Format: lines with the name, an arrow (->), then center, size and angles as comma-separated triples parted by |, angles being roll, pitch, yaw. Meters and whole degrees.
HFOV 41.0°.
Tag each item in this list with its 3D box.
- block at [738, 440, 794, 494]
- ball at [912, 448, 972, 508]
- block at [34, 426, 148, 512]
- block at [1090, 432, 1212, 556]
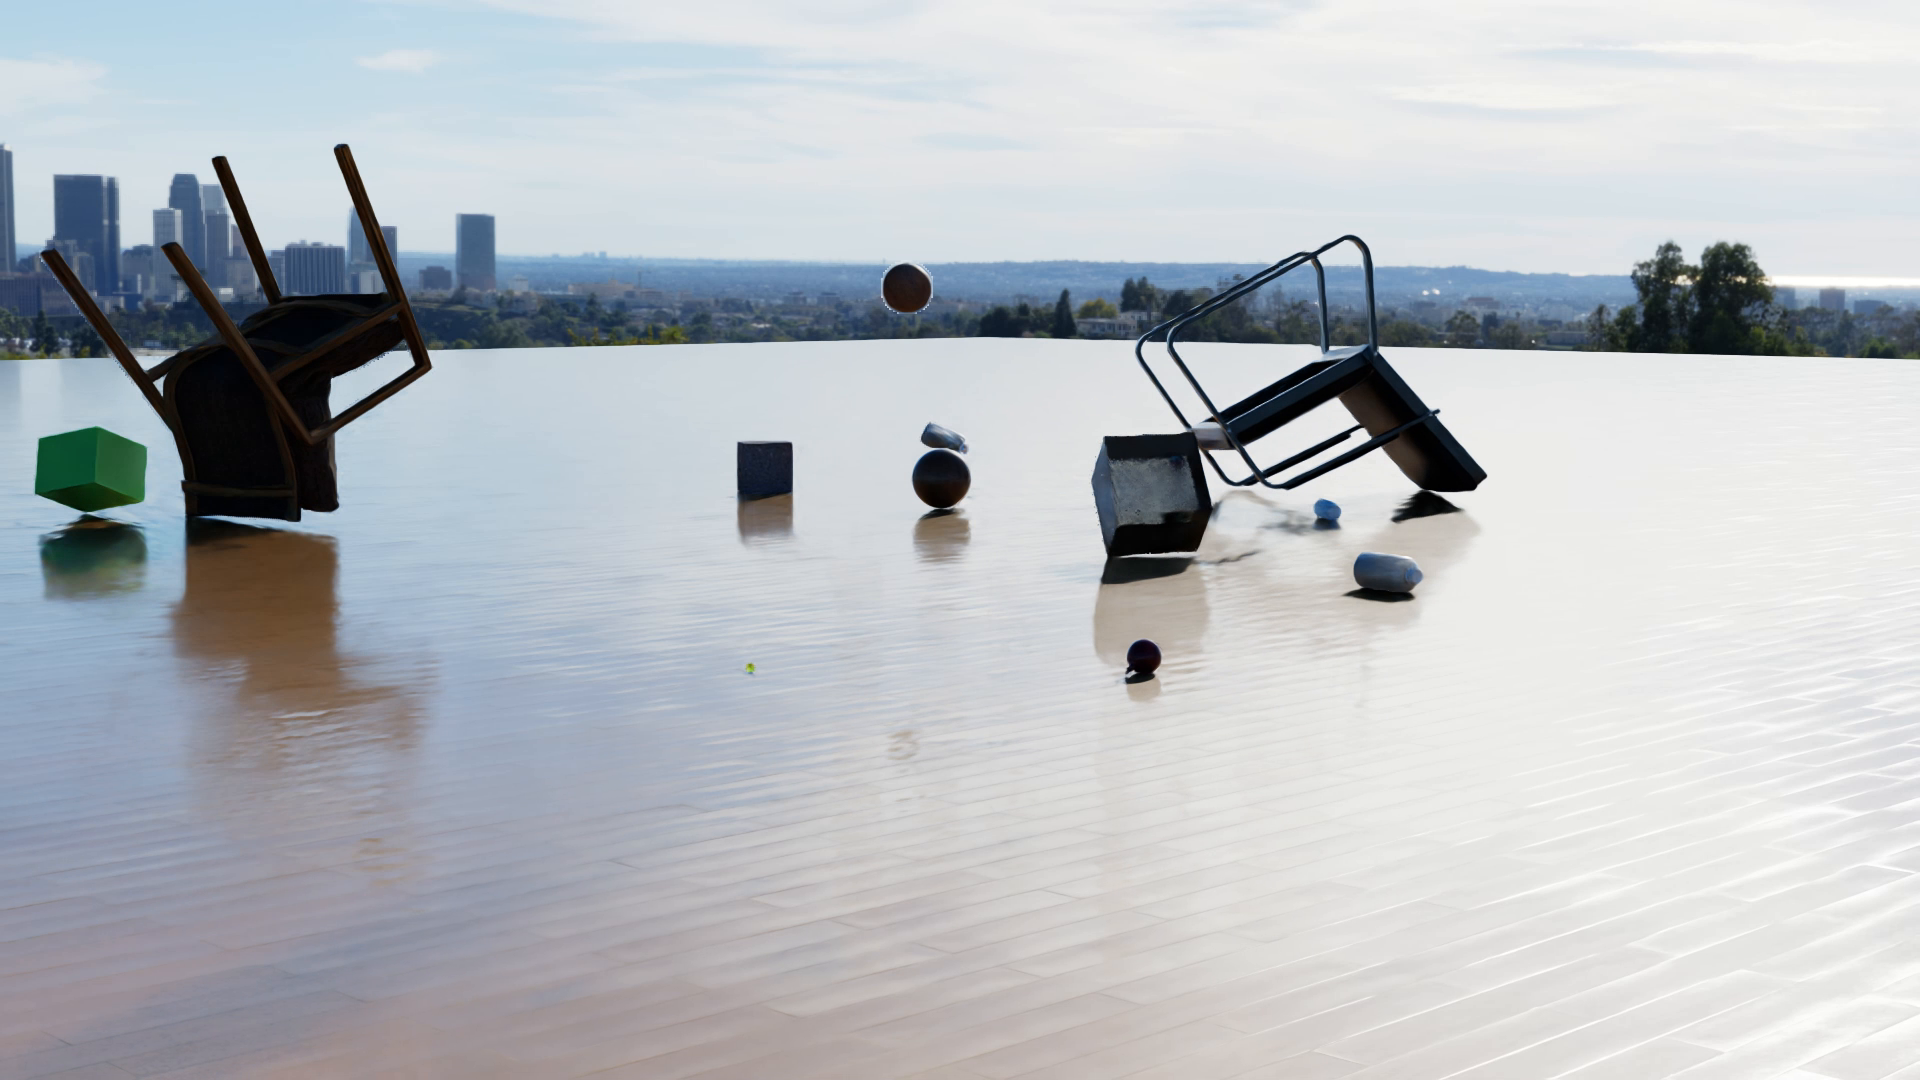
block -> -0.595, -0.223, 7.833 | 0.150, 0.153, 0.112 | -2, 6, -16
ball -> -0.052, -0.174, 7.270 | 0.171, 0.171, 0.171 | 0, 6, 0
block -> -2.383, -0.191, 7.041 | 0.204, 0.160, 0.197 | -9, -18, 22
block -> 0.449, -0.107, 6.040 | 0.220, 0.218, 0.180 | -3, -33, -11
